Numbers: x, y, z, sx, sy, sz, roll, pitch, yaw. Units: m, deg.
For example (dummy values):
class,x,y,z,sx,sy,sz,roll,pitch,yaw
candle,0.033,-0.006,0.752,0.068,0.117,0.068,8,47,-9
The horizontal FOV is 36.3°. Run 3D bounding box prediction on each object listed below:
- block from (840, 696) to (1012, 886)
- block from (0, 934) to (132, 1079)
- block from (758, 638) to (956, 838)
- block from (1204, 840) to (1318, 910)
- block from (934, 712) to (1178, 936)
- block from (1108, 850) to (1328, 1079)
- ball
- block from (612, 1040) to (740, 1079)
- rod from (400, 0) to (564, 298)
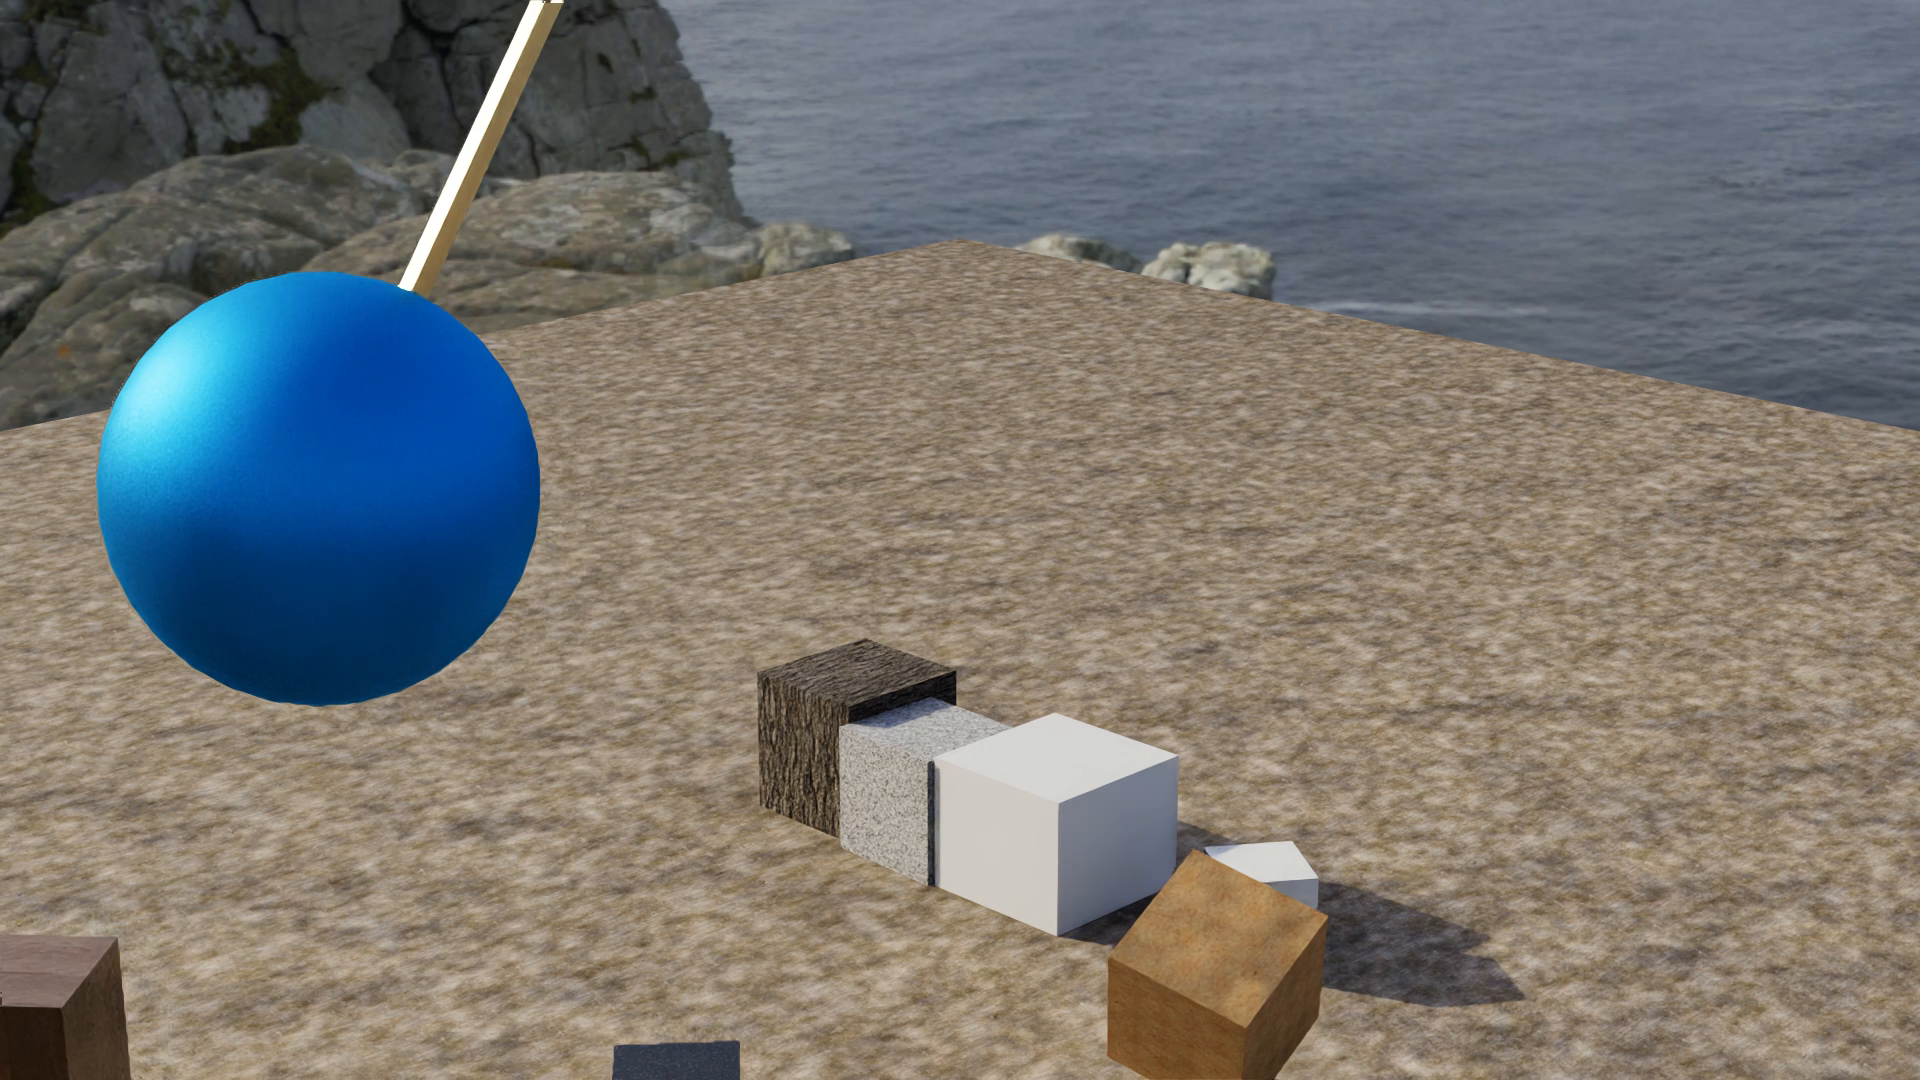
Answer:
class,x,y,z,sx,sy,sz,roll,pitch,yaw
block,-0.142,1.160,13.647,0.581,0.605,0.603,-16,23,-41
block,-3.581,1.931,11.040,0.691,0.695,0.599,1,17,4
block,-0.494,0.957,14.151,0.704,0.688,0.646,-17,24,-42
block,1.293,1.576,12.674,0.398,0.394,0.405,-3,18,-10
block,0.434,1.270,13.256,0.790,0.628,0.763,-17,24,-42
block,0.984,1.720,11.269,0.596,0.648,0.613,25,51,25
ball,-2.352,-0.187,10.817,1.600,1.600,1.600,0,17,0
block,-1.027,2.157,10.674,0.459,0.471,0.479,-1,19,-4
rod,-1.019,-3.286,11.241,0.080,5.200,0.080,17,-10,42
